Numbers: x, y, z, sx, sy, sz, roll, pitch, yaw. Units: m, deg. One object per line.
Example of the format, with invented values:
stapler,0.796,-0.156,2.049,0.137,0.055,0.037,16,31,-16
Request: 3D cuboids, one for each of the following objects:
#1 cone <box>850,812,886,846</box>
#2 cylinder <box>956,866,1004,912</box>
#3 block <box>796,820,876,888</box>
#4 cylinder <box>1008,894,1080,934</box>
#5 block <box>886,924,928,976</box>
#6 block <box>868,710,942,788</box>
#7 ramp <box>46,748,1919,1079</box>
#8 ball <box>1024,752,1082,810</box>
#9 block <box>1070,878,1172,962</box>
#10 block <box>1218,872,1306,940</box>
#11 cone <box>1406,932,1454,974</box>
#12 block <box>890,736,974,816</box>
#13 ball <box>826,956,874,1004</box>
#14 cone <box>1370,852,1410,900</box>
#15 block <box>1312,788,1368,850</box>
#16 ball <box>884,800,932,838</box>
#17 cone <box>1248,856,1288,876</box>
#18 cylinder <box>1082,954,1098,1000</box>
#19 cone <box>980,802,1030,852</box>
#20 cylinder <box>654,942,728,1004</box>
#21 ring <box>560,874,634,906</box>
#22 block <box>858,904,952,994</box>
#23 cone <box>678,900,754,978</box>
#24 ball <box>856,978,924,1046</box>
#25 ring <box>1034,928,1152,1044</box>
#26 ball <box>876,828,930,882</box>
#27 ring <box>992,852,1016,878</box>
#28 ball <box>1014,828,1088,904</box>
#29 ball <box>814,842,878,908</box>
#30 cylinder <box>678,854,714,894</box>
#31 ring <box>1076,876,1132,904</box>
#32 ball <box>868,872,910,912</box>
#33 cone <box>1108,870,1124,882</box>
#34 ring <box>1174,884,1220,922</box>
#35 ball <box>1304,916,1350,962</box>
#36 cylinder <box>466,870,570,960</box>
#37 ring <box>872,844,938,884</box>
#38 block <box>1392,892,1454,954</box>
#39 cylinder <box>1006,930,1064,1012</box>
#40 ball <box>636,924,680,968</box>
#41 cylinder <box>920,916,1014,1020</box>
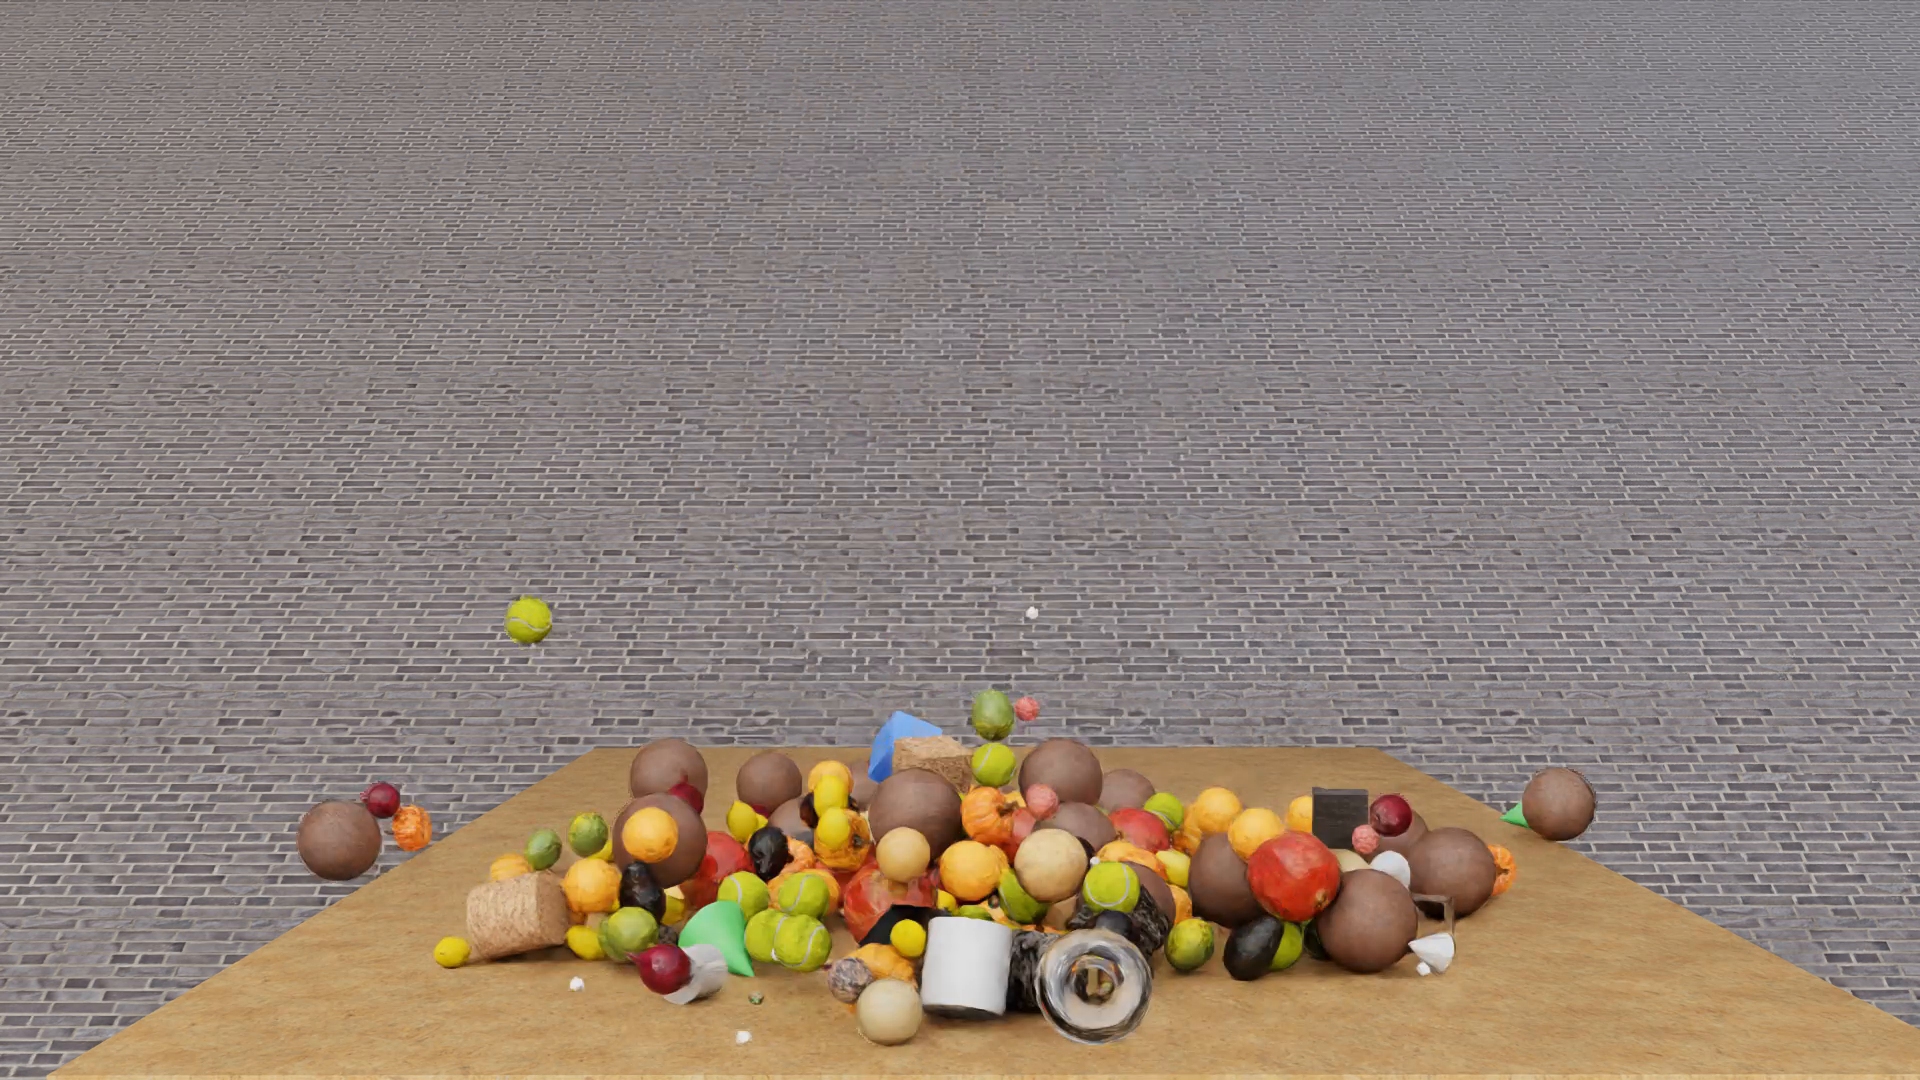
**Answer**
cone,-0.129,0.431,3.752,0.055,0.055,0.055,-4,58,7
cylinder,0.028,0.483,3.583,0.053,0.053,0.053,-8,64,18
block,-0.191,0.486,4.017,0.087,0.087,0.087,-15,-8,18
cylinder,0.111,0.493,3.363,0.079,0.079,0.079,10,8,17
block,-0.055,0.517,3.263,0.055,0.055,0.055,0,0,34
block,-0.091,0.353,4.272,0.086,0.086,0.086,24,40,-14
ramp,0.066,0.589,4.641,2.000,0.100,4.000,0,0,0
ball,0.153,0.395,4.252,0.097,0.097,0.097,0,29,0
block,0.198,0.473,3.185,0.074,0.074,0.074,1,45,48
block,0.409,0.495,3.500,0.083,0.083,0.083,6,-6,-27
cone,0.577,0.509,3.226,0.054,0.054,0.054,20,21,-25
block,-0.044,0.362,3.997,0.092,0.092,0.092,-1,16,-27
ball,-0.121,0.484,2.844,0.052,0.052,0.052,0,29,0
cone,0.597,0.477,3.695,0.069,0.069,0.069,27,9,38
block,0.571,0.418,3.886,0.081,0.081,0.081,1,1,7
ball,-0.093,0.497,4.543,0.087,0.087,0.087,0,29,0
cone,0.467,0.482,3.836,0.056,0.056,0.056,-39,18,25
cylinder,0.125,0.515,3.073,0.059,0.059,0.059,-15,7,-25
cone,0.061,0.462,4.043,0.082,0.082,0.082,7,13,12
cylinder,-0.318,0.513,3.064,0.063,0.063,0.063,15,6,24
ring,-0.545,0.523,3.862,0.118,0.039,0.118,-2,-1,0
block,-0.055,0.486,3.022,0.082,0.082,0.082,1,30,33
cone,-0.286,0.522,3.249,0.099,0.099,0.099,-20,39,-32
ball,-0.076,0.509,2.792,0.073,0.073,0.073,0,29,0
ring,0.146,0.487,2.825,0.129,0.043,0.129,1,66,-2
ball,-0.067,0.374,3.075,0.065,0.065,0.065,0,29,0
ring,0.102,0.524,4.179,0.103,0.034,0.103,-1,1,0
ball,0.112,0.400,3.181,0.092,0.092,0.092,0,29,0
ball,-0.162,0.480,3.706,0.092,0.092,0.092,0,29,0
cylinder,-0.406,0.516,3.971,0.050,0.050,0.050,-4,33,3
ring,0.212,0.525,3.878,0.100,0.033,0.100,-3,-2,0
ball,-0.104,0.511,3.758,0.062,0.062,0.062,0,29,0
cone,0.244,0.528,3.803,0.065,0.065,0.065,27,30,-5
ring,0.374,0.521,3.715,0.132,0.044,0.132,0,-1,0
ball,0.473,0.514,3.340,0.058,0.058,0.058,0,29,0
cylinder,-0.571,0.485,3.342,0.098,0.098,0.098,-15,27,14
ring,-0.107,0.514,4.109,0.145,0.048,0.145,6,-2,0
block,0.614,0.509,3.431,0.069,0.069,0.069,0,0,21
cylinder,0.086,0.499,2.994,0.092,0.092,0.092,0,25,35
ball,-0.381,0.514,3.271,0.056,0.056,0.056,0,29,0
cylinder,0.007,0.483,2.908,0.097,0.097,0.097,5,71,8
